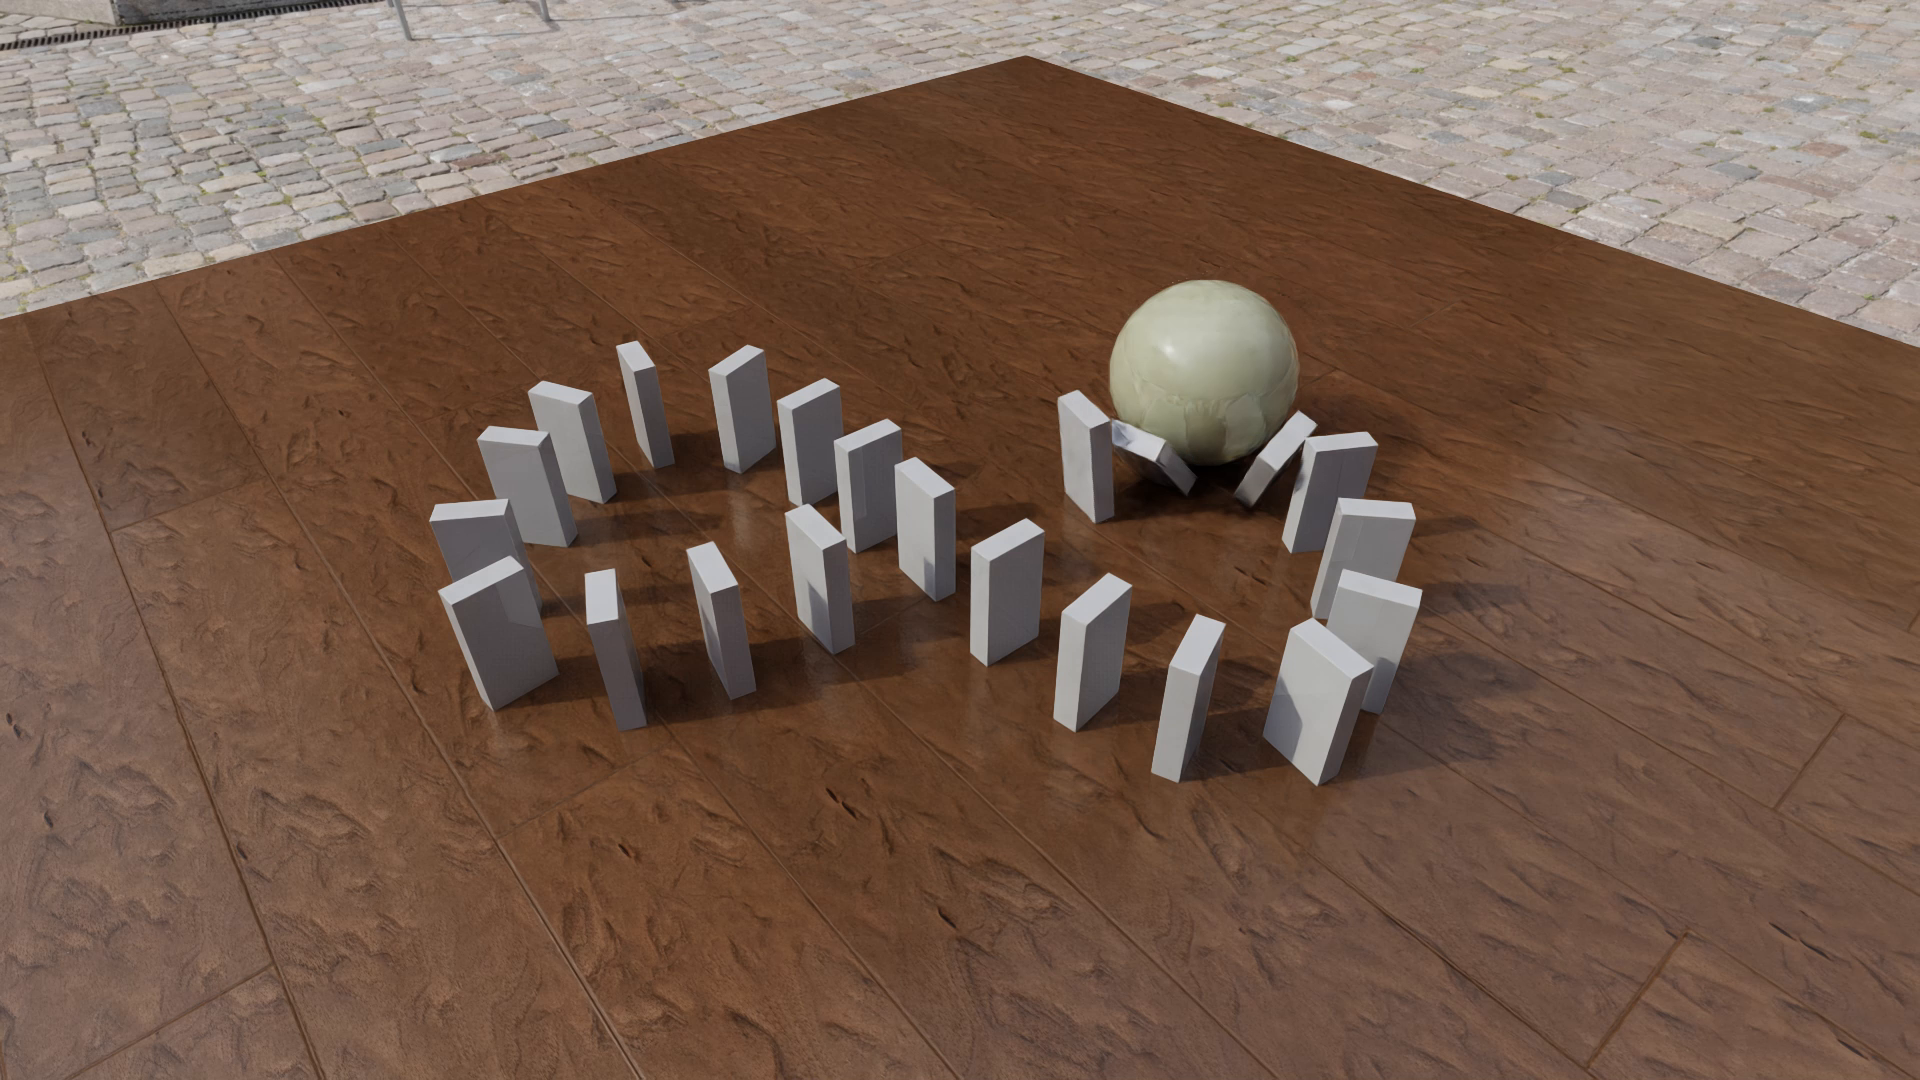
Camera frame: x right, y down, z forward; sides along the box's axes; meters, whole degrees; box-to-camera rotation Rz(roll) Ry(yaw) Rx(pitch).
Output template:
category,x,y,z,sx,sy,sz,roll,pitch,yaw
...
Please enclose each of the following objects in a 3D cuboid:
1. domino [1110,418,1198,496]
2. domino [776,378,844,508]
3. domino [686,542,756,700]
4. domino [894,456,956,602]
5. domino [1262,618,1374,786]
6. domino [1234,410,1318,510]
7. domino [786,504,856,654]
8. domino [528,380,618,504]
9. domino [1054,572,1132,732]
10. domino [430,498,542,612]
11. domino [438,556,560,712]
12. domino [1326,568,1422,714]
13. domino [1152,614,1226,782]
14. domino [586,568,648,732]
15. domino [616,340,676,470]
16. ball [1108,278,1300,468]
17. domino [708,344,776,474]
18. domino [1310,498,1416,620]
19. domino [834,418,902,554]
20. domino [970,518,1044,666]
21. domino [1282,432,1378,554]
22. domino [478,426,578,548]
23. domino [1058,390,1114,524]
category,x,y,z,sx,sy,sz,roll,pitch,yaw
domino,0.080,-0.034,0.458,0.025,0.050,0.010,27,89,29
domino,-0.061,-0.040,0.460,0.010,0.050,0.025,32,49,33
domino,-0.082,0.028,0.377,0.009,0.050,0.025,-19,43,-22
domino,-0.013,-0.004,0.416,0.009,0.050,0.025,-25,46,-27
domino,0.112,0.052,0.348,0.009,0.050,0.025,-21,44,-24
domino,0.127,-0.032,0.446,0.009,0.050,0.025,41,80,12
domino,-0.050,0.014,0.394,0.010,0.050,0.025,-25,46,-28
domino,-0.162,-0.040,0.461,0.025,0.050,0.009,15,42,17
domino,0.044,0.038,0.365,0.009,0.050,0.025,29,48,31
domino,-0.172,0.009,0.401,0.025,0.050,0.009,-5,40,-6
domino,-0.155,0.032,0.372,0.010,0.050,0.025,32,49,33
domino,0.135,0.035,0.369,0.025,0.050,0.010,16,42,19
domino,0.072,0.051,0.349,0.009,0.050,0.025,19,43,21
domino,-0.114,0.037,0.366,0.009,0.050,0.025,-10,40,-12
domino,-0.138,-0.059,0.484,0.010,0.050,0.025,-20,43,-23
ball,0.104,-0.071,0.474,0.080,0.080,0.080,0,39,0
domino,-0.094,-0.057,0.481,0.010,0.050,0.025,21,44,24
domino,0.146,0.008,0.401,0.025,0.050,0.010,5,40,5
domino,-0.035,-0.021,0.437,0.025,0.050,0.009,-27,46,-29
domino,0.016,0.019,0.388,0.025,0.050,0.009,-28,47,-30
domino,0.145,-0.018,0.434,0.025,0.050,0.009,-6,40,-8
domino,-0.171,-0.021,0.437,0.025,0.050,0.009,6,40,8
domino,0.052,-0.034,0.452,0.009,0.050,0.025,-23,44,-14
